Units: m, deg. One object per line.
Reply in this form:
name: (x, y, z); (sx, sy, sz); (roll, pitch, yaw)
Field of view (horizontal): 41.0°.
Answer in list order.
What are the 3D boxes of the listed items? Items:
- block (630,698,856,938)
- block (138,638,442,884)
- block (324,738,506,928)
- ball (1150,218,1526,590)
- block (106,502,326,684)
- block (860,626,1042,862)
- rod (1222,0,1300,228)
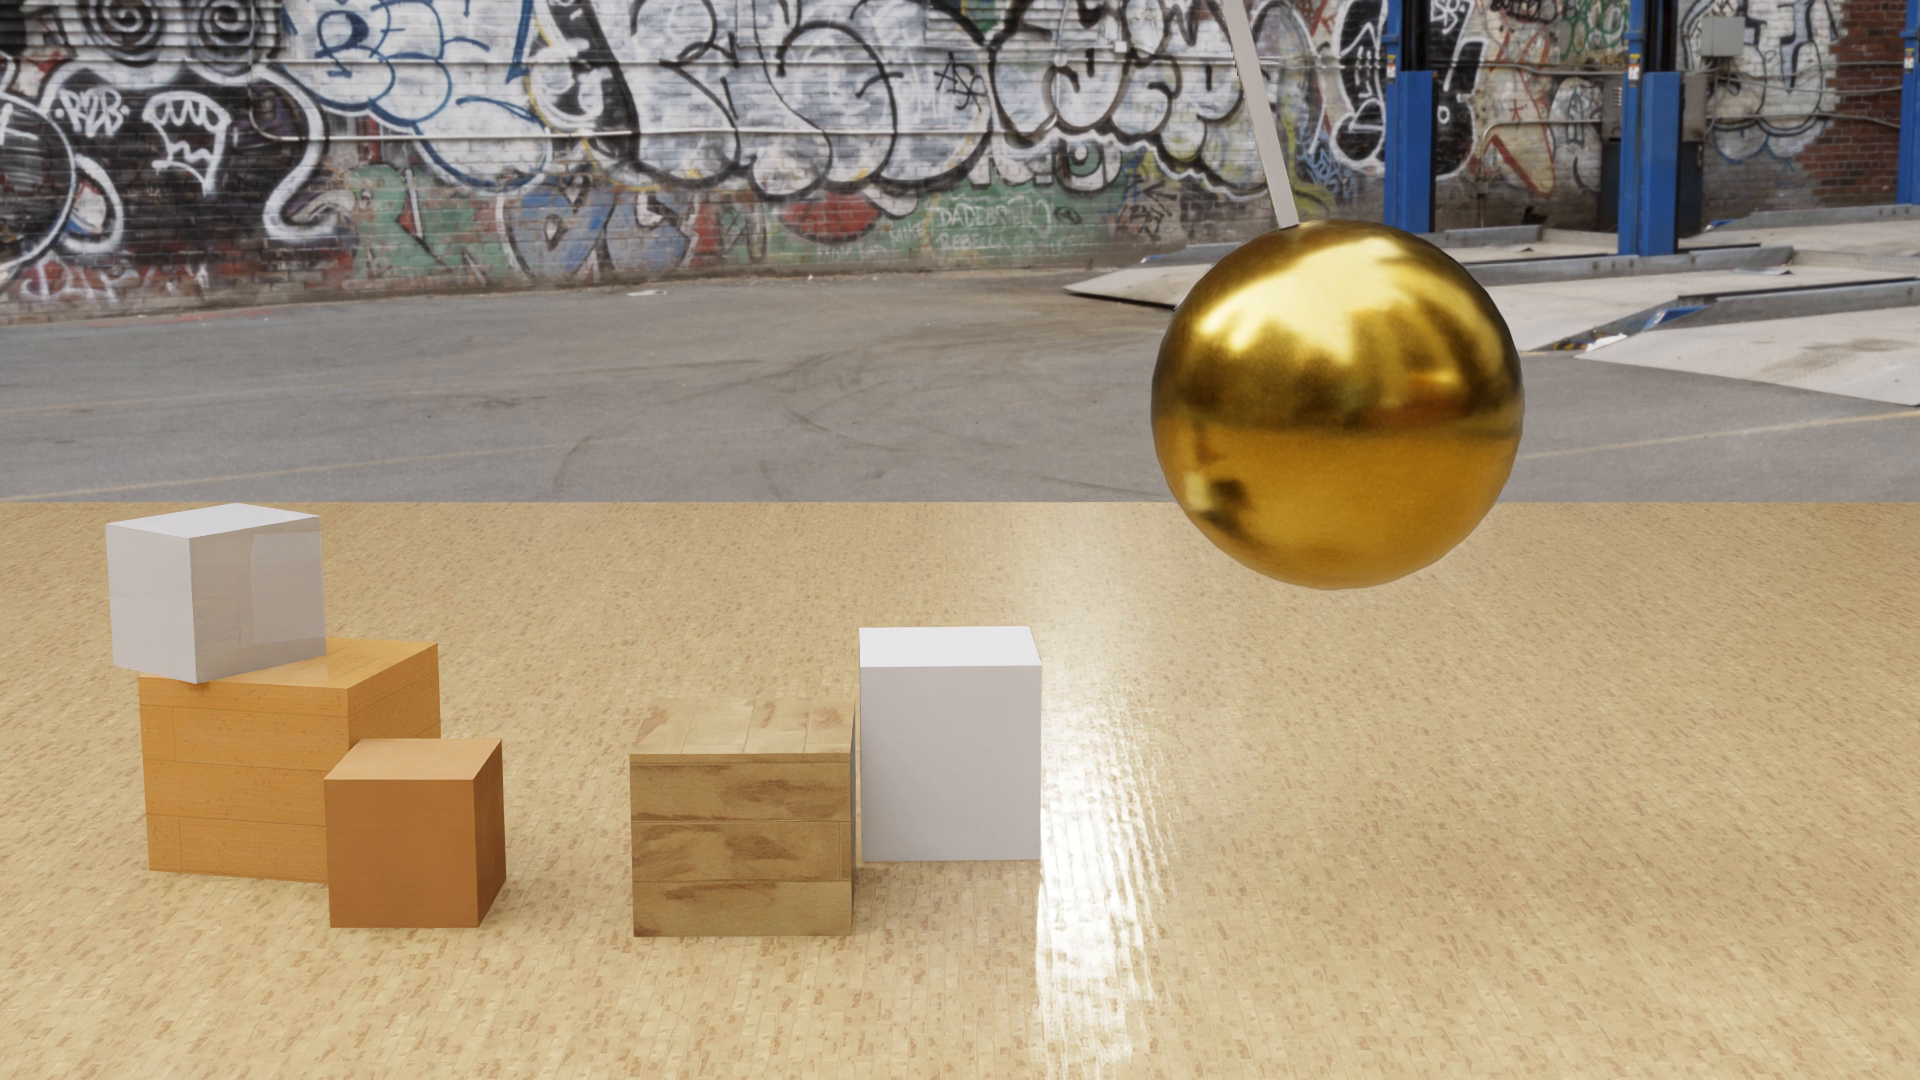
block: (-0.905, 1.167, 10.972); (0.898, 0.778, 0.943); (0, 10, -1)
block: (-3.027, 0.978, 11.707); (0.998, 0.888, 0.930); (2, 11, 13)
block: (-2.313, 1.241, 10.953); (0.617, 0.638, 0.660); (0, 10, 0)
ball: (1.620, -0.582, 11.074); (1.600, 1.600, 1.600); (0, 10, 0)
block: (-3.344, 0.226, 11.556); (0.598, 0.645, 0.711); (8, 13, 36)
block: (-0.057, 0.932, 11.919); (0.809, 0.902, 0.820); (0, 10, -2)
rod: (0.702, -3.803, 10.489); (0.080, 5.200, 0.080); (-15, 10, 3)
